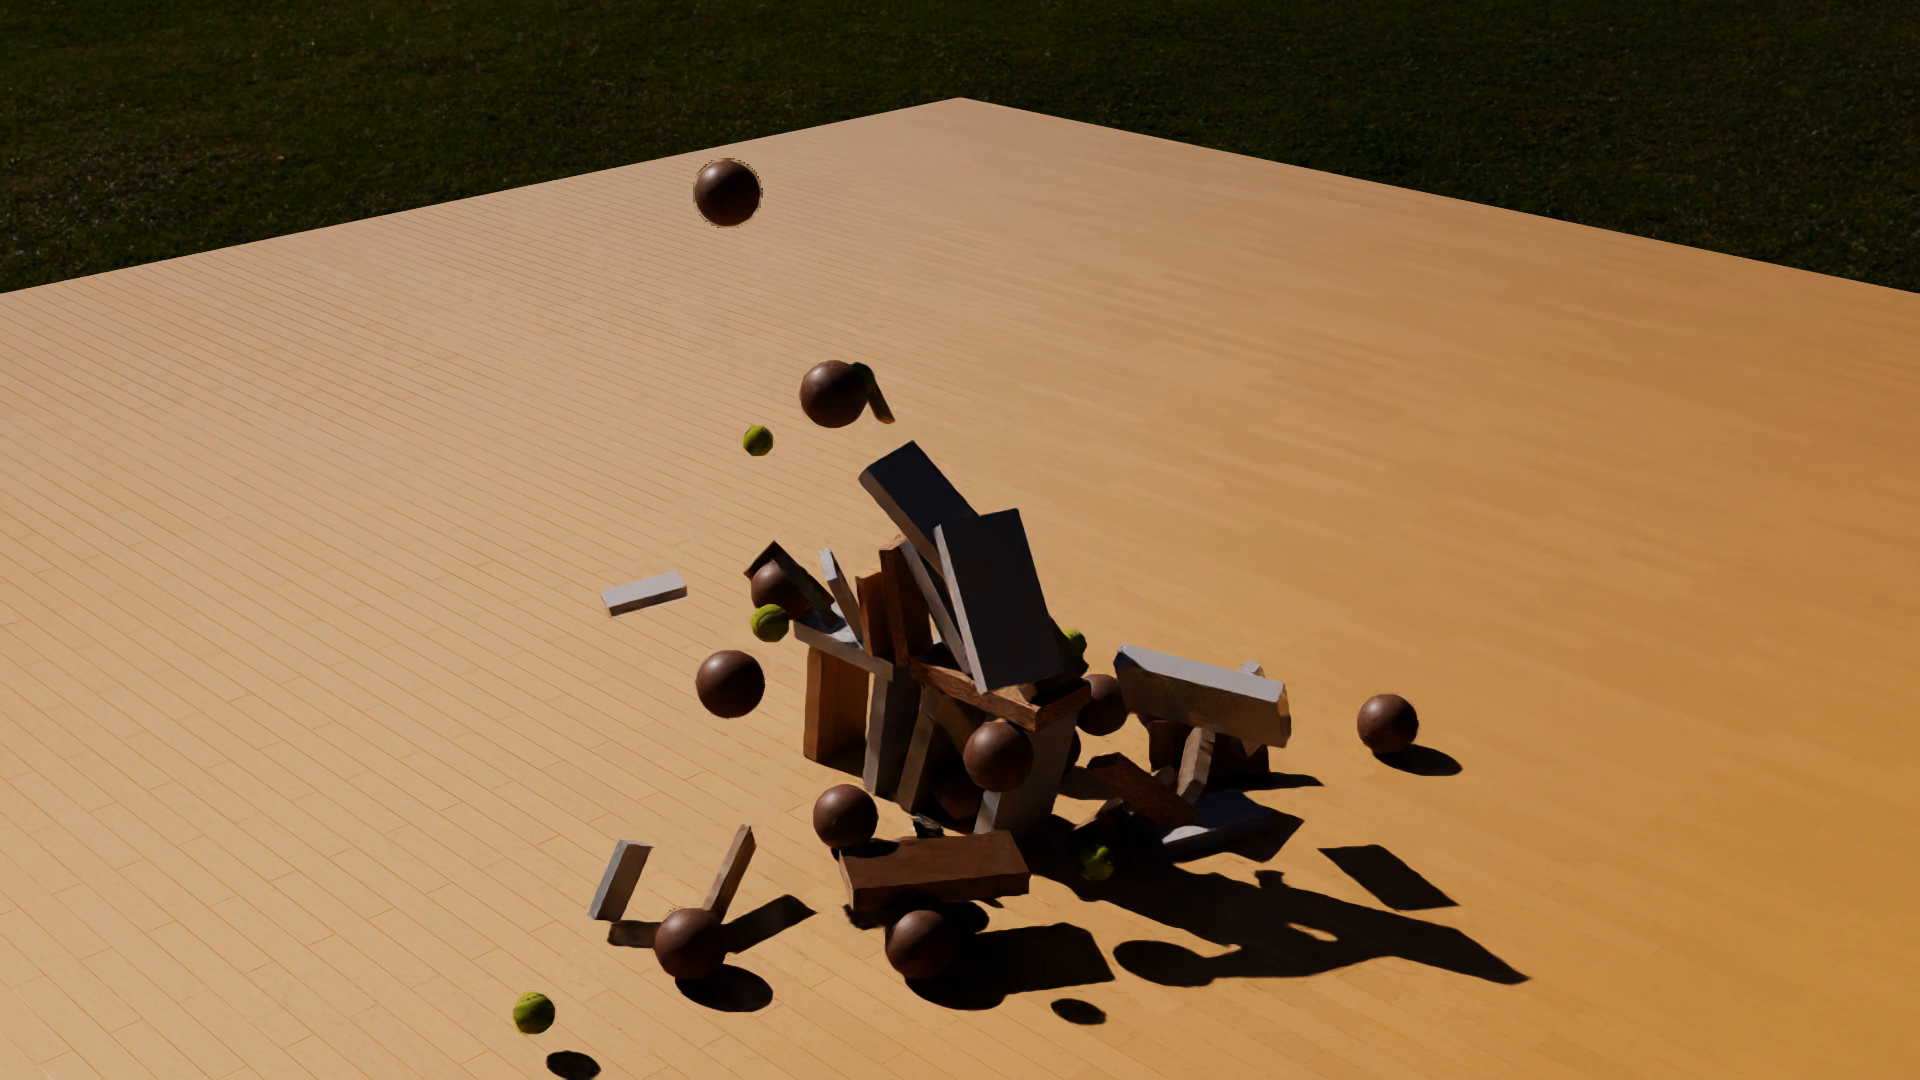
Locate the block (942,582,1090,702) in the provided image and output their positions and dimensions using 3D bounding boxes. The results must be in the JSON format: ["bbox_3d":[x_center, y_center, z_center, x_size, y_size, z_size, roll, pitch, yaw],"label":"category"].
[{"bbox_3d":[0.105,0.166,4.189,0.142,0.040,0.284,-21,64,-39],"label":"block"}]

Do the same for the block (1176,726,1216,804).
[{"bbox_3d":[0.473,0.447,4.418,0.029,0.104,0.208,24,40,-3],"label":"block"}]

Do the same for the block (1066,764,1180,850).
[{"bbox_3d":[0.325,0.530,4.378,0.122,0.035,0.245,-34,-3,40],"label":"block"}]

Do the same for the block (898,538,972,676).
[{"bbox_3d":[0.007,0.108,4.255,0.142,0.284,0.040,-21,-9,-39],"label":"block"}]

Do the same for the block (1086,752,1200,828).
[{"bbox_3d":[0.348,0.478,4.186,0.104,0.208,0.029,-22,35,60],"label":"block"}]

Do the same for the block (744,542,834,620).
[{"bbox_3d":[-0.360,0.098,4.648,0.091,0.182,0.026,-50,10,-26],"label":"block"}]

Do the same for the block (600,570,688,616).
[{"bbox_3d":[-0.606,0.102,4.218,0.152,0.022,0.076,-15,29,-16],"label":"block"}]

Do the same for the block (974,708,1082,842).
[{"bbox_3d":[0.128,0.456,4.277,0.160,0.320,0.045,-18,45,-35],"label":"block"}]

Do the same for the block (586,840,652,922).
[{"bbox_3d":[-0.628,0.629,4.059,0.022,0.152,0.076,24,0,31],"label":"block"}]

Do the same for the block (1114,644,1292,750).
[{"bbox_3d":[0.455,0.292,4.116,0.321,0.161,0.046,13,57,23],"label":"block"}]

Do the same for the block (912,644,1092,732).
[{"bbox_3d":[0.078,0.271,4.241,0.320,0.045,0.160,20,31,39],"label":"block"}]

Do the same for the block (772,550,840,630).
[{"bbox_3d":[-0.307,0.100,4.387,0.026,0.182,0.091,-40,0,-7],"label":"block"}]

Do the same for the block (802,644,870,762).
[{"bbox_3d":[-0.258,0.315,4.645,0.041,0.289,0.144,27,35,36],"label":"block"}]

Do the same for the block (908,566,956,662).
[{"bbox_3d":[-0.013,0.122,4.289,0.106,0.212,0.030,-21,-6,-39],"label":"block"}]

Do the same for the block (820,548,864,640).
[{"bbox_3d":[-0.231,0.109,4.361,0.022,0.222,0.076,-19,53,3],"label":"block"}]

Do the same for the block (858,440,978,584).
[{"bbox_3d":[-0.052,-0.049,4.213,0.284,0.040,0.142,49,47,9],"label":"block"}]

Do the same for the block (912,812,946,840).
[{"bbox_3d":[-0.050,0.583,4.214,0.063,0.127,0.018,22,51,39],"label":"block"}]

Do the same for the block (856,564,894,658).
[{"bbox_3d":[-0.153,0.134,4.347,0.091,0.182,0.026,-25,34,-30],"label":"block"}]

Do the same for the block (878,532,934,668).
[{"bbox_3d":[-0.105,0.117,4.312,0.030,0.247,0.106,1,20,26],"label":"block"}]

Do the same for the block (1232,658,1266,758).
[{"bbox_3d":[0.563,0.330,4.284,0.029,0.208,0.104,31,70,36],"label":"block"}]

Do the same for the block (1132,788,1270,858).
[{"bbox_3d":[0.480,0.563,4.389,0.245,0.035,0.122,-11,25,-24],"label":"block"}]

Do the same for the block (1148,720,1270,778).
[{"bbox_3d":[0.518,0.432,4.583,0.245,0.122,0.035,-4,-2,-8],"label":"block"}]

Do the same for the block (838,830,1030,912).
[{"bbox_3d":[-0.048,0.600,3.994,0.321,0.046,0.161,-4,20,-11],"label":"block"}]

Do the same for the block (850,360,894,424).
[{"bbox_3d":[-0.174,-0.292,4.374,0.018,0.127,0.063,-30,-14,12],"label":"block"}]

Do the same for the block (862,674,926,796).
[{"bbox_3d":[-0.119,0.373,4.507,0.144,0.289,0.041,-19,39,-38],"label":"block"}]

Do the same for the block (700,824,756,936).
[{"bbox_3d":[-0.431,0.632,4.095,0.018,0.063,0.210,6,45,18],"label":"block"}]

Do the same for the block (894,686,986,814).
[{"bbox_3d":[-0.027,0.394,4.424,0.160,0.320,0.045,-21,48,-41],"label":"block"}]

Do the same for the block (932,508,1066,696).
[{"bbox_3d":[0.072,0.113,4.082,0.161,0.321,0.046,-12,-10,-23],"label":"block"}]

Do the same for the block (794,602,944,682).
[{"bbox_3d":[-0.188,0.203,4.483,0.289,0.041,0.144,21,30,40],"label":"block"}]
